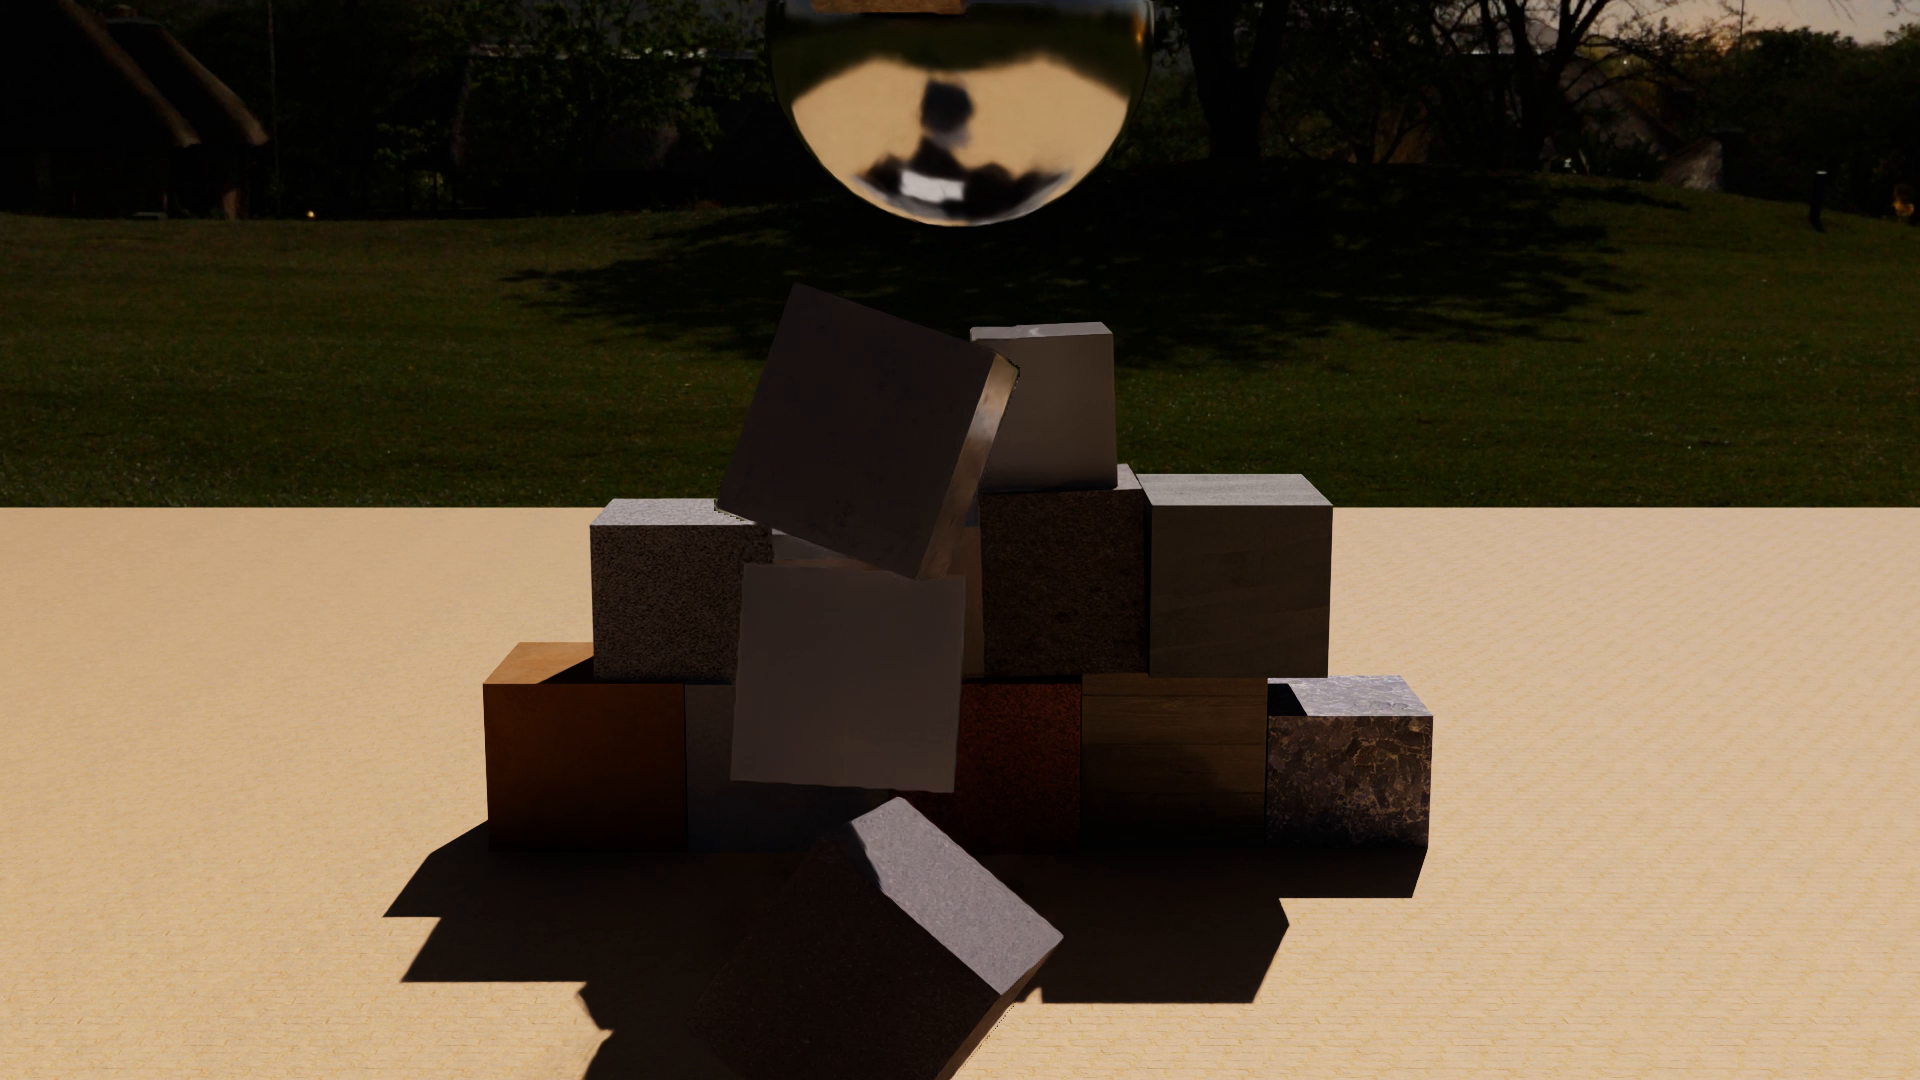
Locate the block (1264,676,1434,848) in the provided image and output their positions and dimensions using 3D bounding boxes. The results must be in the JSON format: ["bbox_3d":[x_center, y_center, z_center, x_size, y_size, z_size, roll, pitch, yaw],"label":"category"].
[{"bbox_3d":[1.945,1.136,11.406,0.818,0.684,0.843,0,10,0],"label":"block"}]

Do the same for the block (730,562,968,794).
[{"bbox_3d":[-0.458,0.599,9.576,0.924,0.900,0.935,3,-4,1],"label":"block"}]

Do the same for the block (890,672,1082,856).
[{"bbox_3d":[0.121,1.046,11.358,0.943,0.878,1.011,0,10,0],"label":"block"}]

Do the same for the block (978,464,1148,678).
[{"bbox_3d":[0.502,0.143,11.189,0.802,0.915,0.831,-3,10,0],"label":"block"}]

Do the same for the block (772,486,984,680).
[{"bbox_3d":[-0.393,0.071,10.931,0.978,0.905,0.905,-2,35,0],"label":"block"}]

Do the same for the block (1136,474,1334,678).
[{"bbox_3d":[1.367,0.164,11.207,0.875,0.859,1.010,0,10,0],"label":"block"}]

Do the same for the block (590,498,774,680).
[{"bbox_3d":[-1.355,0.240,11.226,0.924,0.783,0.804,0,10,-1],"label":"block"}]

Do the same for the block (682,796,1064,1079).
[{"bbox_3d":[-0.285,1.533,7.700,0.788,0.836,0.817,39,14,11],"label":"block"}]

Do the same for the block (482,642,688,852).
[{"bbox_3d":[-1.859,1.052,11.364,0.989,0.864,0.913,0,10,0],"label":"block"}]

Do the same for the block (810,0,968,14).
[{"bbox_3d":[-0.280,-2.265,7.958,0.597,0.478,0.524,6,-23,22],"label":"block"}]

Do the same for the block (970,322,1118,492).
[{"bbox_3d":[0.412,-0.679,11.065,0.680,0.752,0.700,-3,10,-1],"label":"block"}]

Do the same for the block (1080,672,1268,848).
[{"bbox_3d":[1.065,1.031,11.370,0.920,0.904,0.807,0,10,0],"label":"block"}]

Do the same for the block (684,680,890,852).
[{"bbox_3d":[-0.856,1.052,11.367,0.997,0.863,0.953,0,10,0],"label":"block"}]

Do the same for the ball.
[{"bbox_3d":[0.000,-2.088,9.016,1.600,1.600,1.600,0,10,0],"label":"ball"}]

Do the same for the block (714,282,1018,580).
[{"bbox_3d":[-0.301,-0.358,7.575,0.712,0.791,0.729,20,2,7],"label":"block"}]
